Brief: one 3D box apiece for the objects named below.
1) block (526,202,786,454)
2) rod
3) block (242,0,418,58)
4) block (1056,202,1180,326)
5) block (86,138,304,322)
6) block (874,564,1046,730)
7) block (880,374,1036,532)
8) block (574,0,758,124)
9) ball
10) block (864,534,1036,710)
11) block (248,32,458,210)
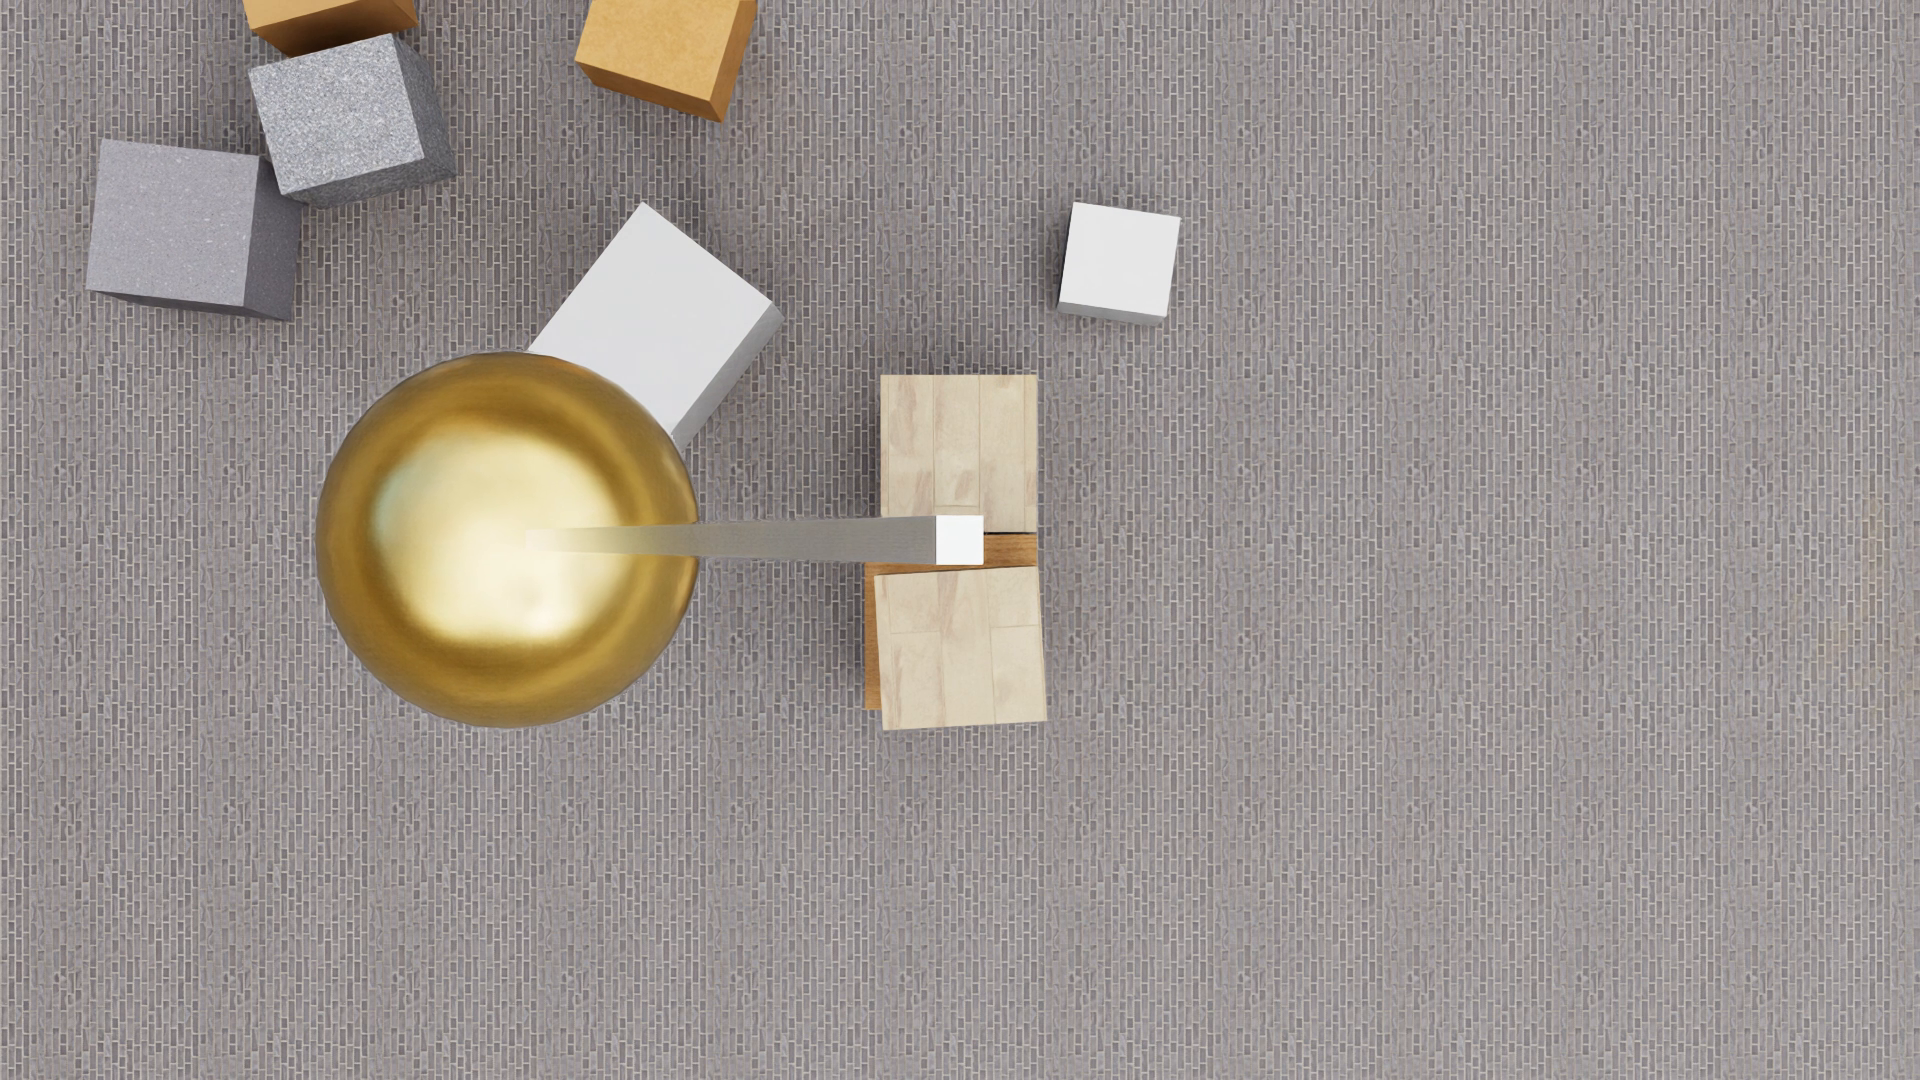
[{"bbox_3d":[-1.709,-1.165,12.532,0.900,0.936,1.054,38,90,0],"label":"block"},{"bbox_3d":[-0.823,0.000,6.080,0.080,5.200,0.080,0,90,-18],"label":"rod"},{"bbox_3d":[-3.672,-3.313,12.614,0.776,0.773,0.773,-15,90,0],"label":"block"},{"bbox_3d":[0.903,-1.586,12.712,0.609,0.577,0.566,8,90,0],"label":"block"},{"bbox_3d":[-4.350,-1.753,12.572,0.874,0.856,0.837,6,90,0],"label":"block"},{"bbox_3d":[0.003,0.546,11.479,0.828,0.784,0.780,-3,90,0],"label":"block"},{"bbox_3d":[-0.007,-0.476,12.548,0.857,0.905,0.865,0,90,0],"label":"block"},{"bbox_3d":[-1.677,-2.919,12.657,0.790,0.686,0.723,17,90,0],"label":"block"},{"bbox_3d":[-1.900,0.000,9.305,1.600,1.600,1.600,0,90,0],"label":"ball"},{"bbox_3d":[-0.049,0.443,12.436,0.929,1.129,0.942,0,90,0],"label":"block"},{"bbox_3d":[-3.444,-2.370,12.547,0.816,0.868,0.706,-14,93,0],"label":"block"}]
